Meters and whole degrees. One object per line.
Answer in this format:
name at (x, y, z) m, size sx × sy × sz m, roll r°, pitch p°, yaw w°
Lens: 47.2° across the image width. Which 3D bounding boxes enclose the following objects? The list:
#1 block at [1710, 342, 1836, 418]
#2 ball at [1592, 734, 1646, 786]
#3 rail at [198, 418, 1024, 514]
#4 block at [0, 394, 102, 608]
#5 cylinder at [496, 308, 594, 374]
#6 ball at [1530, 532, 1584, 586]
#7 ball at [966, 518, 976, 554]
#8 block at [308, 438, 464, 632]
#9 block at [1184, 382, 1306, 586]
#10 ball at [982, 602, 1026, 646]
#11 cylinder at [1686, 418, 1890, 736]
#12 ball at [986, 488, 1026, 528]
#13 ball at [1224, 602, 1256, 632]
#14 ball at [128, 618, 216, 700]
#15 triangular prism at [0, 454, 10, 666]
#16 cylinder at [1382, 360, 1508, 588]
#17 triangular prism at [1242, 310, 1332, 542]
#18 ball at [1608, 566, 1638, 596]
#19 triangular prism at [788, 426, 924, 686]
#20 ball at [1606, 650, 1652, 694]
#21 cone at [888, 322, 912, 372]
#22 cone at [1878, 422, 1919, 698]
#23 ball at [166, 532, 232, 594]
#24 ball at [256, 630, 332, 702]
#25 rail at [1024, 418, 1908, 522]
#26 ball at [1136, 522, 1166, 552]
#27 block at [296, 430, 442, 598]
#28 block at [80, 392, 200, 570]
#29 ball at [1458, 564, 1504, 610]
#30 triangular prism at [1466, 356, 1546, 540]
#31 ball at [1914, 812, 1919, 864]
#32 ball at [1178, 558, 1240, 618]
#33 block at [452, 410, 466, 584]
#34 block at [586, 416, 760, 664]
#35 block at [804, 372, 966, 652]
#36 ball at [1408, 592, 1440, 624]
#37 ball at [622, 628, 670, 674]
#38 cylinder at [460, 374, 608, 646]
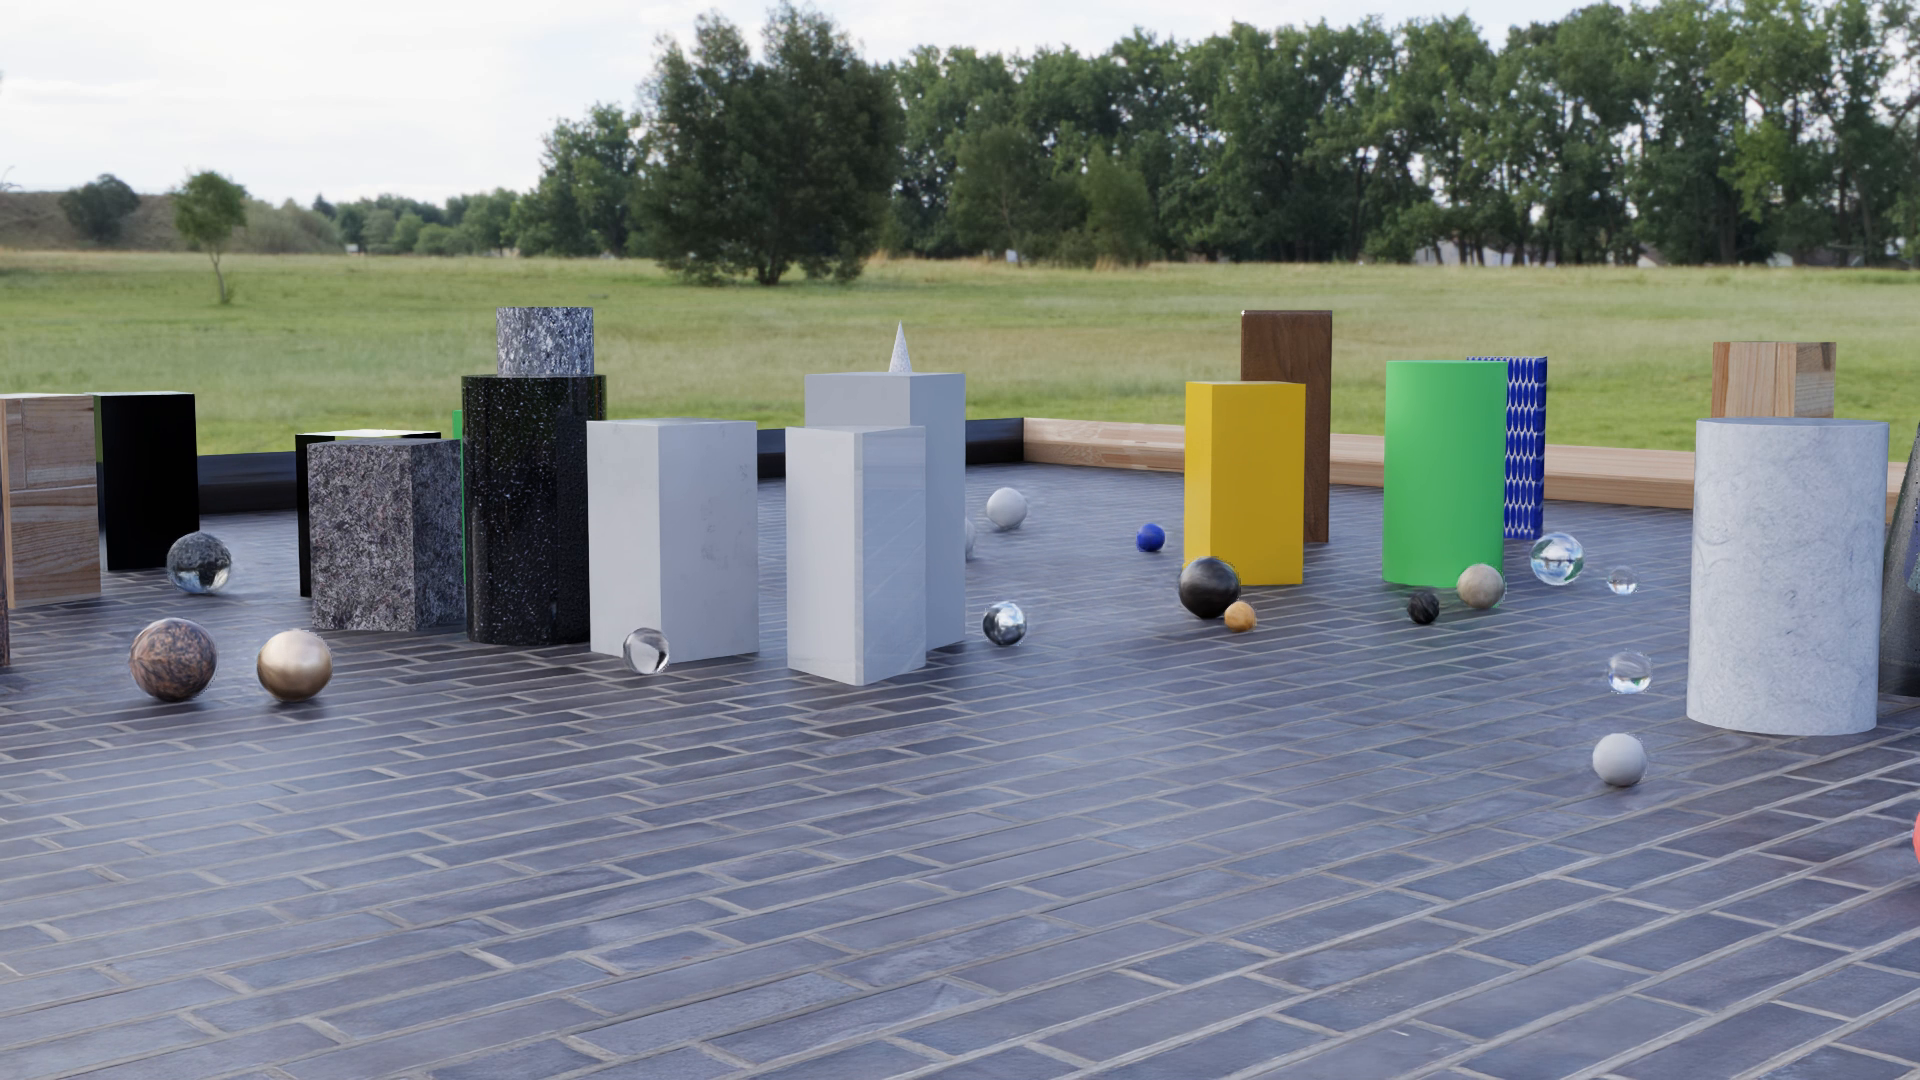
block at (1.472, -0.165, 3.991) m, size 0.156 × 0.386 × 0.156 m, roll -6°, pitch 8°, yaw -44°
ball at (0.619, 0.206, 2.064) m, size 0.049 × 0.049 × 0.049 m, roll 0°, pitch 6°, yaw 0°
rail at (-1.478, -0.134, 4.925) m, size 4.579 × 0.127 × 0.045 m, roll -5°, pitch 8°, yaw -42°
block at (-1.442, -0.064, 3.374) m, size 0.156 × 0.314 × 0.156 m, roll 3°, pitch 7°, yaw 29°
cylinder at (-0.847, -0.252, 4.512) m, size 0.195 × 0.450 × 0.195 m, roll 0°, pitch 6°, yaw 0°
ball at (0.968, 0.030, 3.562) m, size 0.086 × 0.086 × 0.086 m, roll 0°, pitch 6°, yaw 0°
ball at (-0.012, -0.006, 3.931) m, size 0.081 × 0.081 × 0.081 m, roll 0°, pitch 6°, yaw 0°
block at (-0.814, -0.011, 3.129) m, size 0.156 × 0.258 × 0.156 m, roll 1°, pitch 6°, yaw 13°
block at (0.467, -0.096, 3.627) m, size 0.156 × 0.325 × 0.156 m, roll -1°, pitch 6°, yaw -10°
ball at (0.060, 0.112, 2.917) m, size 0.059 × 0.059 × 0.059 m, roll 0°, pitch 6°, yaw 0°
cylinder at (0.896, 0.034, 2.387) m, size 0.195 × 0.325 × 0.195 m, roll 0°, pitch 6°, yaw 0°
ball at (0.095, -0.064, 4.482) m, size 0.083 × 0.083 × 0.083 m, roll 0°, pitch 6°, yaw 0°
ball at (0.387, 0.106, 3.041) m, size 0.043 × 0.043 × 0.043 m, roll 0°, pitch 6°, yaw 0°
ball at (-0.898, 0.136, 2.511) m, size 0.095 × 0.095 × 0.095 m, roll 0°, pitch 6°, yaw 0°
triangular prism at (-1.255, -0.073, 2.700) m, size 0.146 × 0.472 × 0.169 m, roll -4°, pitch 7°, yaw -33°
cylinder at (0.797, -0.113, 3.620) m, size 0.195 × 0.360 × 0.195 m, roll 0°, pitch 6°, yaw 0°
triangular prism at (0.633, -0.225, 4.286) m, size 0.169 × 0.443 × 0.146 m, roll 1°, pitch 6°, yaw 8°
ball at (1.036, 0.064, 3.438) m, size 0.046 × 0.046 × 0.046 m, roll 0°, pitch 6°, yaw 0°
triangular prism at (-0.106, 0.012, 2.706) m, size 0.146 × 0.301 × 0.169 m, roll -4°, pitch 7°, yaw -34°
ball at (0.776, 0.154, 2.552) m, size 0.051 × 0.051 × 0.051 m, roll 0°, pitch 6°, yaw 0°
cone at (-0.119, -0.231, 4.424) m, size 0.195 × 0.426 × 0.195 m, roll 0°, pitch 6°, yaw 0°
cone at (1.159, -0.056, 2.588) m, size 0.195 × 0.461 × 0.195 m, roll 0°, pitch 6°, yaw 0°
ball at (-1.193, 0.037, 3.448) m, size 0.097 × 0.097 × 0.097 m, roll 0°, pitch 6°, yaw 0°
ball at (-0.757, 0.144, 2.502) m, size 0.082 × 0.082 × 0.082 m, roll 0°, pitch 6°, yaw 0°
rail at (1.665, -0.127, 4.860) m, size 0.045 × 0.127 × 4.407 m, roll -5°, pitch 8°, yaw -42°
ball at (0.351, -0.005, 4.050) m, size 0.054 × 0.054 × 0.054 m, roll 0°, pitch 6°, yaw 0°
block at (-0.923, -0.041, 3.448) m, size 0.156 × 0.253 × 0.156 m, roll 3°, pitch 7°, yaw 26°
block at (-1.437, -0.108, 3.858) m, size 0.156 × 0.299 × 0.156 m, roll -4°, pitch 7°, yaw -33°
ball at (0.775, 0.069, 3.275) m, size 0.068 × 0.068 × 0.068 m, roll 0°, pitch 6°, yaw 0°
triangular prism at (1.113, -0.186, 4.352) m, size 0.146 × 0.352 × 0.169 m, roll -6°, pitch 8°, yaw -42°
ball at (0.767, 0.226, 1.650) m, size 0.095 × 0.095 × 0.095 m, roll 0°, pitch 6°, yaw 0°
ball at (0.360, 0.069, 3.183) m, size 0.088 × 0.088 × 0.088 m, roll 0°, pitch 6°, yaw 0°
block at (-0.728, -0.076, 3.638) m, size 0.156 × 0.282 × 0.156 m, roll 2°, pitch 6°, yaw 14°
block at (-0.373, -0.004, 2.861) m, size 0.156 × 0.301 × 0.156 m, roll -6°, pitch 8°, yaw -43°
block at (-0.098, -0.040, 2.924) m, size 0.156 × 0.360 × 0.156 m, roll 3°, pitch 7°, yaw 27°
ball at (0.659, 0.097, 3.125) m, size 0.045 × 0.045 × 0.045 m, roll 0°, pitch 6°, yaw 0°
ball at (-0.385, 0.136, 2.693) m, size 0.058 × 0.058 × 0.058 m, roll 0°, pitch 6°, yaw 0°
cylinder at (-0.577, -0.046, 3.000) m, size 0.195 × 0.355 × 0.195 m, roll 0°, pitch 6°, yaw 0°
